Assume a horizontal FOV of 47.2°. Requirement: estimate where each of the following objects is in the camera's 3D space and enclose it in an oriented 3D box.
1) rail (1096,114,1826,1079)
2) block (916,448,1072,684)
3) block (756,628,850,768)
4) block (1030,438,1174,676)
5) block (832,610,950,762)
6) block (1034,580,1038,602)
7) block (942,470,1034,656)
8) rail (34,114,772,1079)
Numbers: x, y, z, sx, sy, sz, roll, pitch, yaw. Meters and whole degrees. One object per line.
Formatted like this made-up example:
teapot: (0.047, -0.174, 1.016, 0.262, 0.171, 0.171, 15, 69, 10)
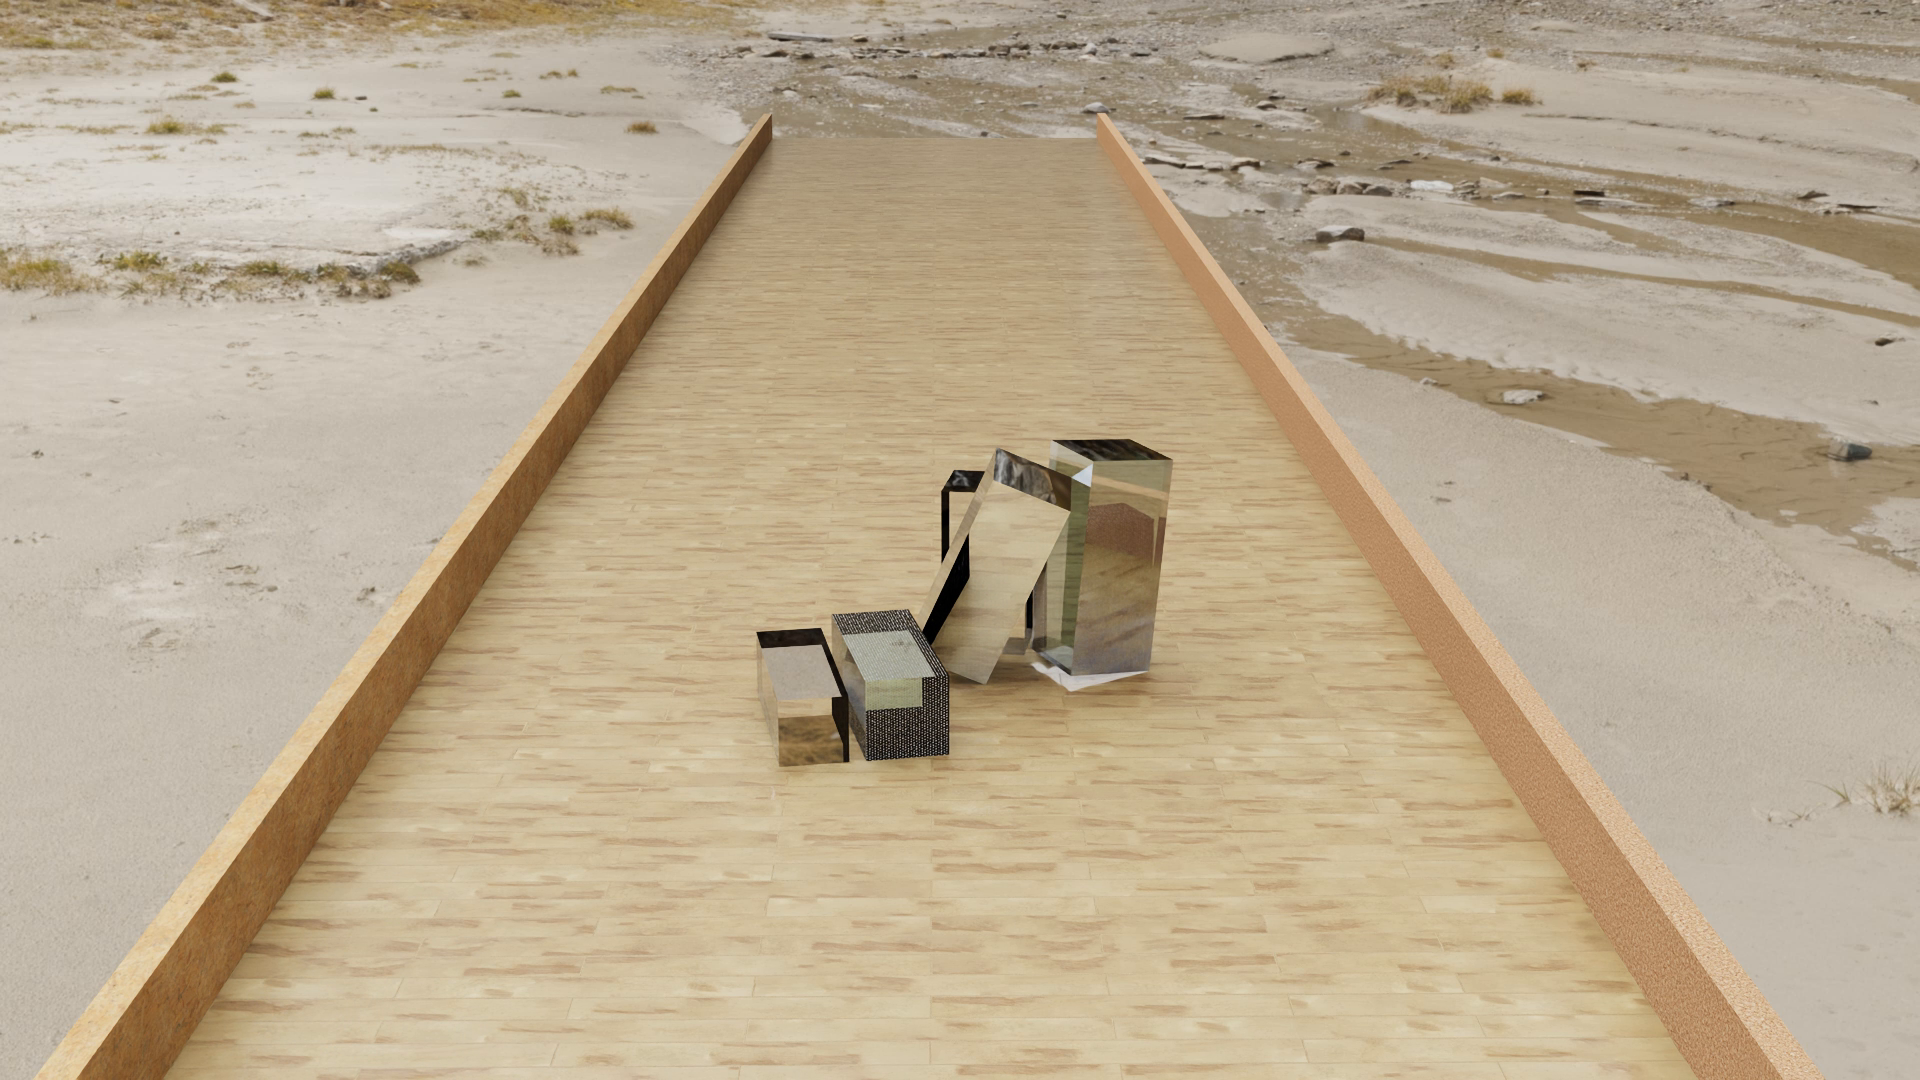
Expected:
rail: (0.932, -0.844, 7.801, 0.050, 0.150, 12.000, 0, 17, -1)
block: (0.060, 0.051, 4.255, 0.158, 0.407, 0.158, 22, 25, -7)
block: (-0.293, 0.285, 4.051, 0.125, 0.125, 0.378, -3, 17, -10)
block: (0.277, 0.031, 4.339, 0.176, 0.430, 0.176, -2, 17, -25)
block: (-0.133, 0.263, 4.077, 0.151, 0.151, 0.381, -4, 17, -12)
block: (0.236, 0.056, 4.505, 0.127, 0.305, 0.127, -7, 18, -22)
block: (0.059, 0.044, 4.488, 0.170, 0.337, 0.170, 2, 17, 8)
rail: (-1.118, -0.838, 7.780, 0.050, 0.150, 12.000, 0, 17, -1)
